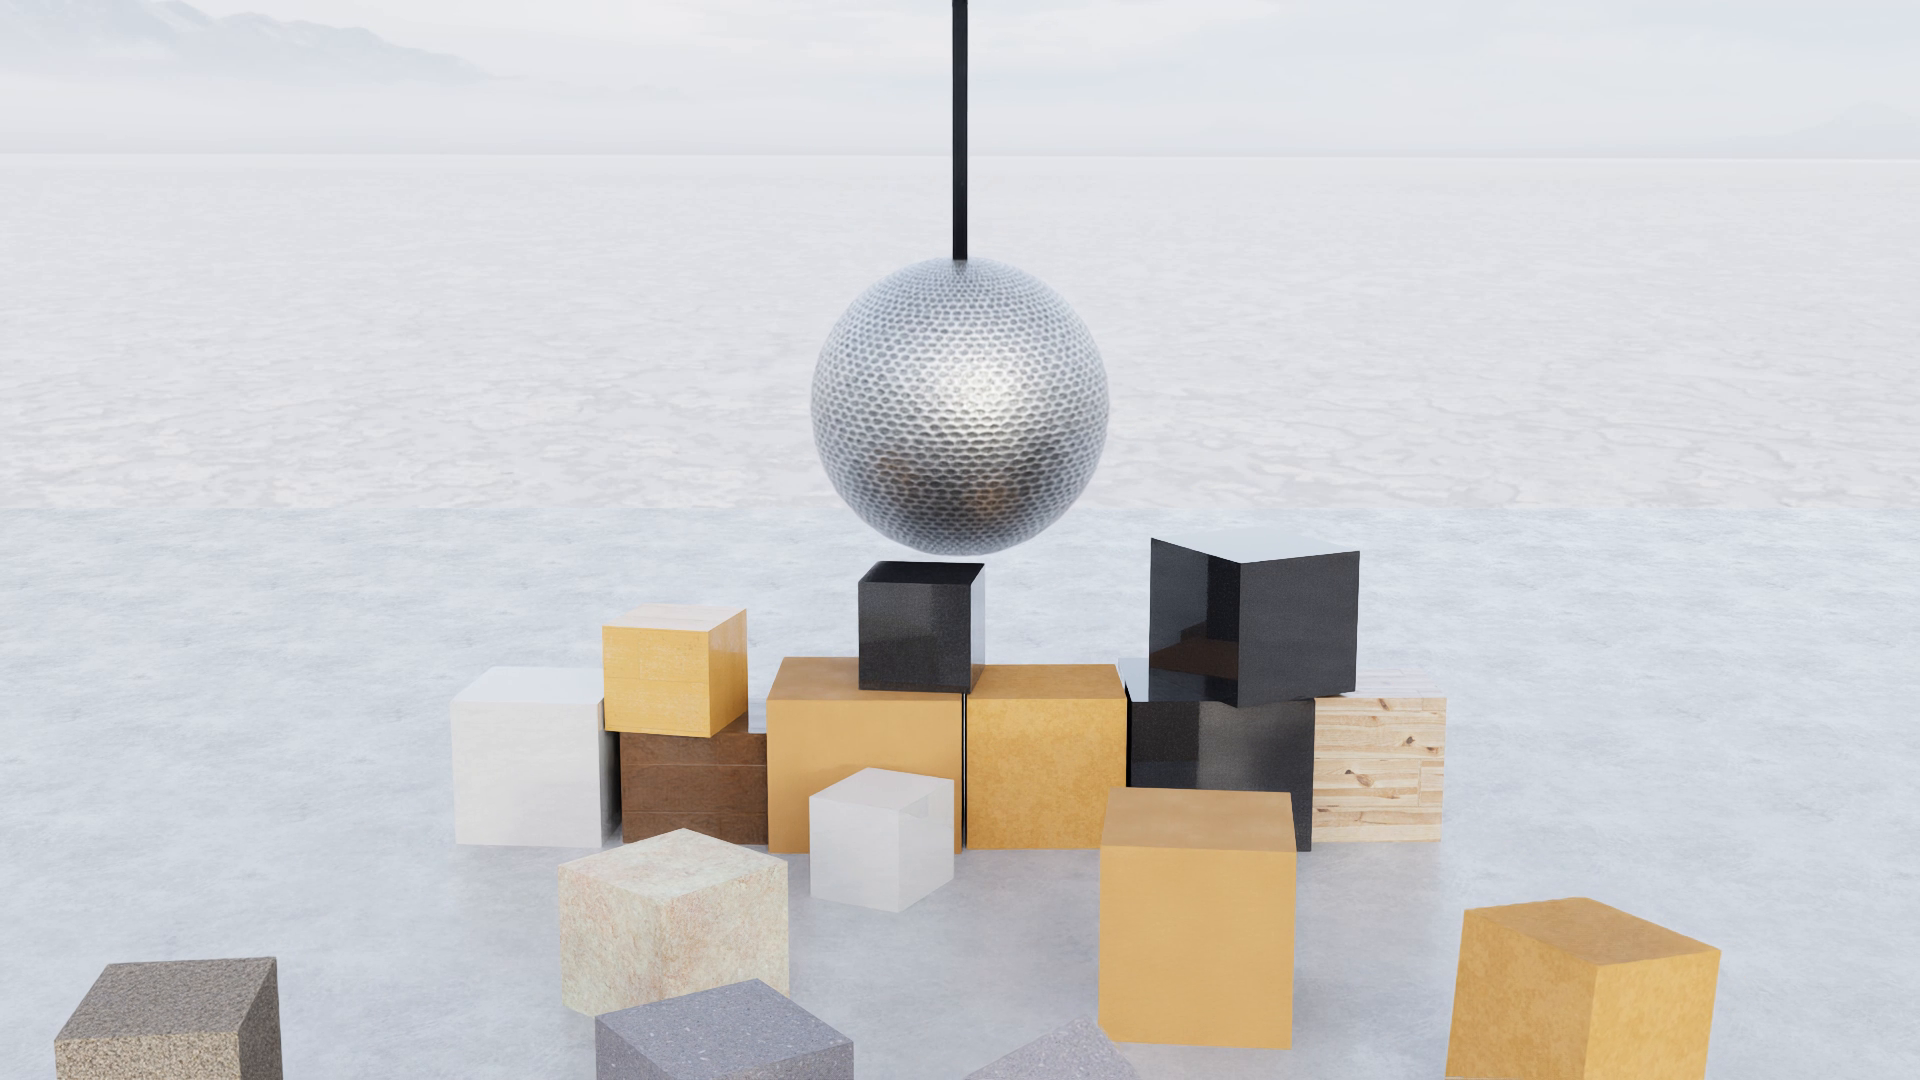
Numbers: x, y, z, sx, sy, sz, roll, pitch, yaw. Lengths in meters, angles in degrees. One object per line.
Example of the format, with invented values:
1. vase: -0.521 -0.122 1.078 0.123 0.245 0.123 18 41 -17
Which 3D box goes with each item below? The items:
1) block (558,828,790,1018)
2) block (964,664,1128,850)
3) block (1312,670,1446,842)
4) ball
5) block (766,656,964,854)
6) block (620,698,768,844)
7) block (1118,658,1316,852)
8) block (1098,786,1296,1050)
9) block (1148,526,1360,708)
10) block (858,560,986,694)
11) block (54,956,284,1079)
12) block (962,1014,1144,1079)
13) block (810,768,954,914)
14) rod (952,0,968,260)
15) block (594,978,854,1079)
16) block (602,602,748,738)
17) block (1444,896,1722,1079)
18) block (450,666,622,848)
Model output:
1. block: -1.171 1.613 9.016 0.650 0.601 0.667 9 14 42
2. block: 0.426 1.104 11.325 0.794 0.776 0.736 0 10 -1
3. block: 2.100 1.106 11.376 0.676 0.753 0.607 0 10 0
4. ball: 0.000 -0.708 11.724 1.600 1.600 1.600 0 10 0
5. block: -0.466 1.094 11.348 0.962 0.787 0.926 0 10 1
6. block: -1.326 1.188 11.404 0.738 0.581 0.698 0 10 2
7. block: 1.301 1.094 11.382 0.907 0.775 0.933 0 10 0
8. block: 0.966 1.519 8.956 0.755 0.806 0.792 1 10 6
9. block: 1.483 0.373 11.165 0.719 0.721 0.795 -5 12 -28
10. block: -0.188 0.436 11.221 0.567 0.553 0.572 1 10 8
11. block: -2.673 1.864 7.503 0.574 0.649 0.676 -1 10 -7
12. block: 0.217 1.924 5.988 0.720 0.724 0.794 -14 53 -48
13. block: -0.365 1.413 10.425 0.474 0.491 0.551 5 12 27
14. rod: 0.000 -3.966 10.751 0.080 5.200 0.080 0 17 0
15. block: -0.787 1.916 7.333 0.618 0.607 0.662 -7 12 -33
16. block: -1.443 0.654 11.208 0.560 0.540 0.569 3 11 14
17. block: 2.260 1.737 8.015 0.622 0.659 0.653 0 9 -31
18. block: -2.144 1.110 11.380 0.749 0.745 0.739 1 10 5
